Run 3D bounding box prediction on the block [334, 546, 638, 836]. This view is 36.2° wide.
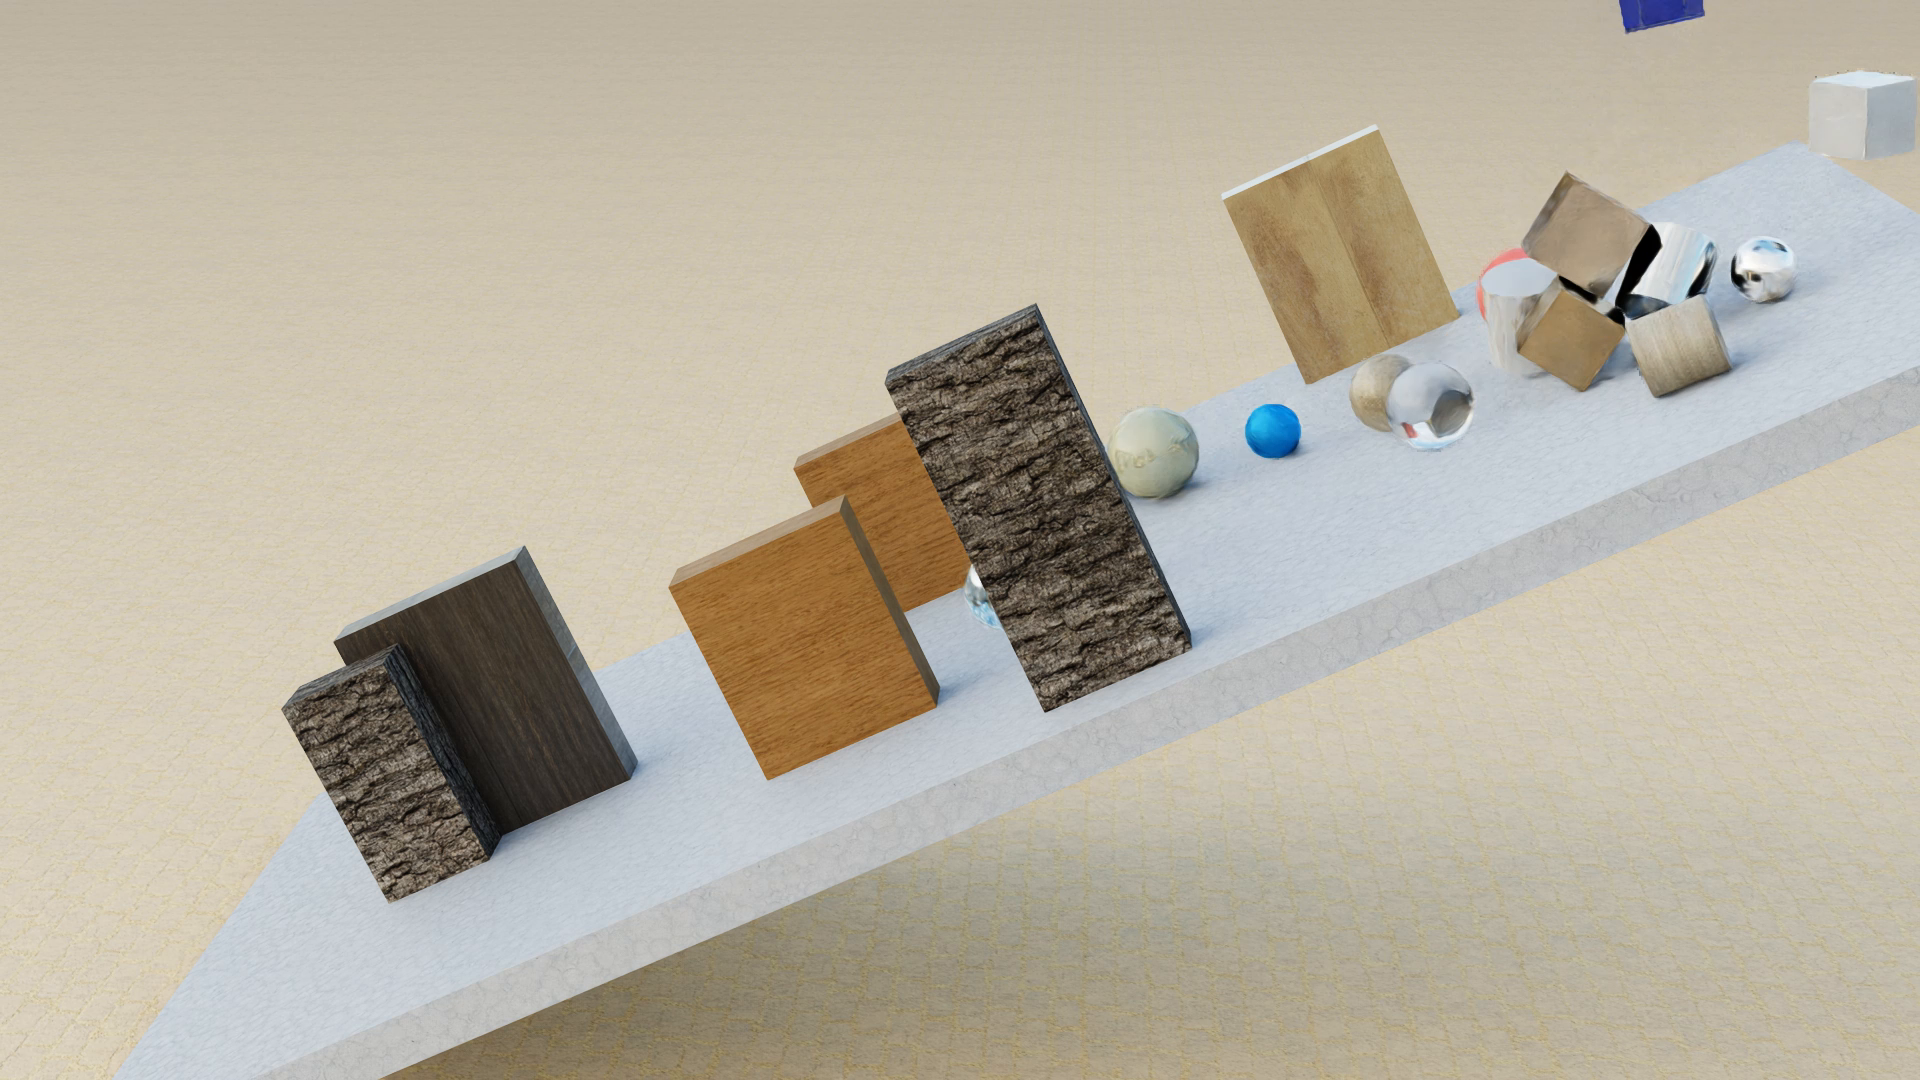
[{"bbox_3d":[-1.018,0.350,6.339,0.439,0.540,0.115,-24,13,9],"label":"block"}]

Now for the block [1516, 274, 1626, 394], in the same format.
[{"bbox_3d":[1.209,-0.412,5.820,0.152,0.152,0.152,31,20,-2],"label":"block"}]

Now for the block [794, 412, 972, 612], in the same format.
[{"bbox_3d":[-0.158,-0.051,6.575,0.272,0.402,0.111,-24,13,9],"label":"block"}]

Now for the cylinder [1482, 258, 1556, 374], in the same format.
[{"bbox_3d":[1.170,-0.460,6.041,0.177,0.177,0.177,-10,29,6],"label":"cylinder"}]

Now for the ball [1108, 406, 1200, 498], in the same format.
[{"bbox_3d":[0.425,-0.192,6.466,0.203,0.203,0.203,0,16,0],"label":"ball"}]

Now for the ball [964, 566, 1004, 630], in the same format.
[{"bbox_3d":[0.097,0.099,6.017,0.175,0.175,0.175,0,16,0],"label":"ball"}]

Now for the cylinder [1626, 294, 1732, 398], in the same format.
[{"bbox_3d":[1.347,-0.364,5.511,0.151,0.151,0.151,-22,9,18],"label":"cylinder"}]

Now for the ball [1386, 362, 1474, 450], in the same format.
[{"bbox_3d":[0.935,-0.265,5.849,0.176,0.176,0.176,0,16,0],"label":"ball"}]

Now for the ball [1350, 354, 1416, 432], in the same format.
[{"bbox_3d":[0.892,-0.306,6.114,0.164,0.164,0.164,0,16,0],"label":"ball"}]

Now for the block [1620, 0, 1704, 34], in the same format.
[{"bbox_3d":[1.342,-1.090,5.673,0.151,0.151,0.151,-10,28,15],"label":"block"}]

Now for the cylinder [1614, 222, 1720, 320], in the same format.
[{"bbox_3d":[1.406,-0.522,5.841,0.162,0.162,0.162,22,-12,5],"label":"cylinder"}]

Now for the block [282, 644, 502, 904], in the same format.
[{"bbox_3d":[-1.204,0.496,6.256,0.243,0.481,0.148,-24,13,9],"label":"block"}]

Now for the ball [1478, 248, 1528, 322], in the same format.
[{"bbox_3d":[1.206,-0.522,6.267,0.205,0.205,0.205,0,16,0],"label":"ball"}]

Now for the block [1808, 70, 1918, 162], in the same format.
[{"bbox_3d":[1.768,-0.832,5.762,0.142,0.142,0.142,-14,21,-30],"label":"block"}]

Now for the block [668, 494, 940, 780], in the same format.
[{"bbox_3d":[-0.305,0.193,5.821,0.372,0.440,0.131,-24,13,9],"label":"block"}]

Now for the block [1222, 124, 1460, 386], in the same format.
[{"bbox_3d":[0.880,-0.657,6.798,0.385,0.480,0.082,-24,13,9],"label":"block"}]

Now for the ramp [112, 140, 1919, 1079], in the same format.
[{"bbox_3d":[0.135,0.169,6.282,4.000,0.100,2.000,-24,13,9],"label":"ramp"}]

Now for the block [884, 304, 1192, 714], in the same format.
[{"bbox_3d":[0.147,-0.056,5.389,0.298,0.686,0.115,-24,13,9],"label":"block"}]

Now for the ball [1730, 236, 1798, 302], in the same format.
[{"bbox_3d":[1.576,-0.530,5.766,0.130,0.130,0.130,0,16,0],"label":"ball"}]

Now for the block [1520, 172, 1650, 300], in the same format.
[{"bbox_3d":[1.243,-0.607,5.856,0.172,0.172,0.172,30,14,-2],"label":"block"}]

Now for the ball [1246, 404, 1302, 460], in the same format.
[{"bbox_3d":[0.675,-0.235,6.342,0.120,0.120,0.120,0,16,0],"label":"ball"}]
